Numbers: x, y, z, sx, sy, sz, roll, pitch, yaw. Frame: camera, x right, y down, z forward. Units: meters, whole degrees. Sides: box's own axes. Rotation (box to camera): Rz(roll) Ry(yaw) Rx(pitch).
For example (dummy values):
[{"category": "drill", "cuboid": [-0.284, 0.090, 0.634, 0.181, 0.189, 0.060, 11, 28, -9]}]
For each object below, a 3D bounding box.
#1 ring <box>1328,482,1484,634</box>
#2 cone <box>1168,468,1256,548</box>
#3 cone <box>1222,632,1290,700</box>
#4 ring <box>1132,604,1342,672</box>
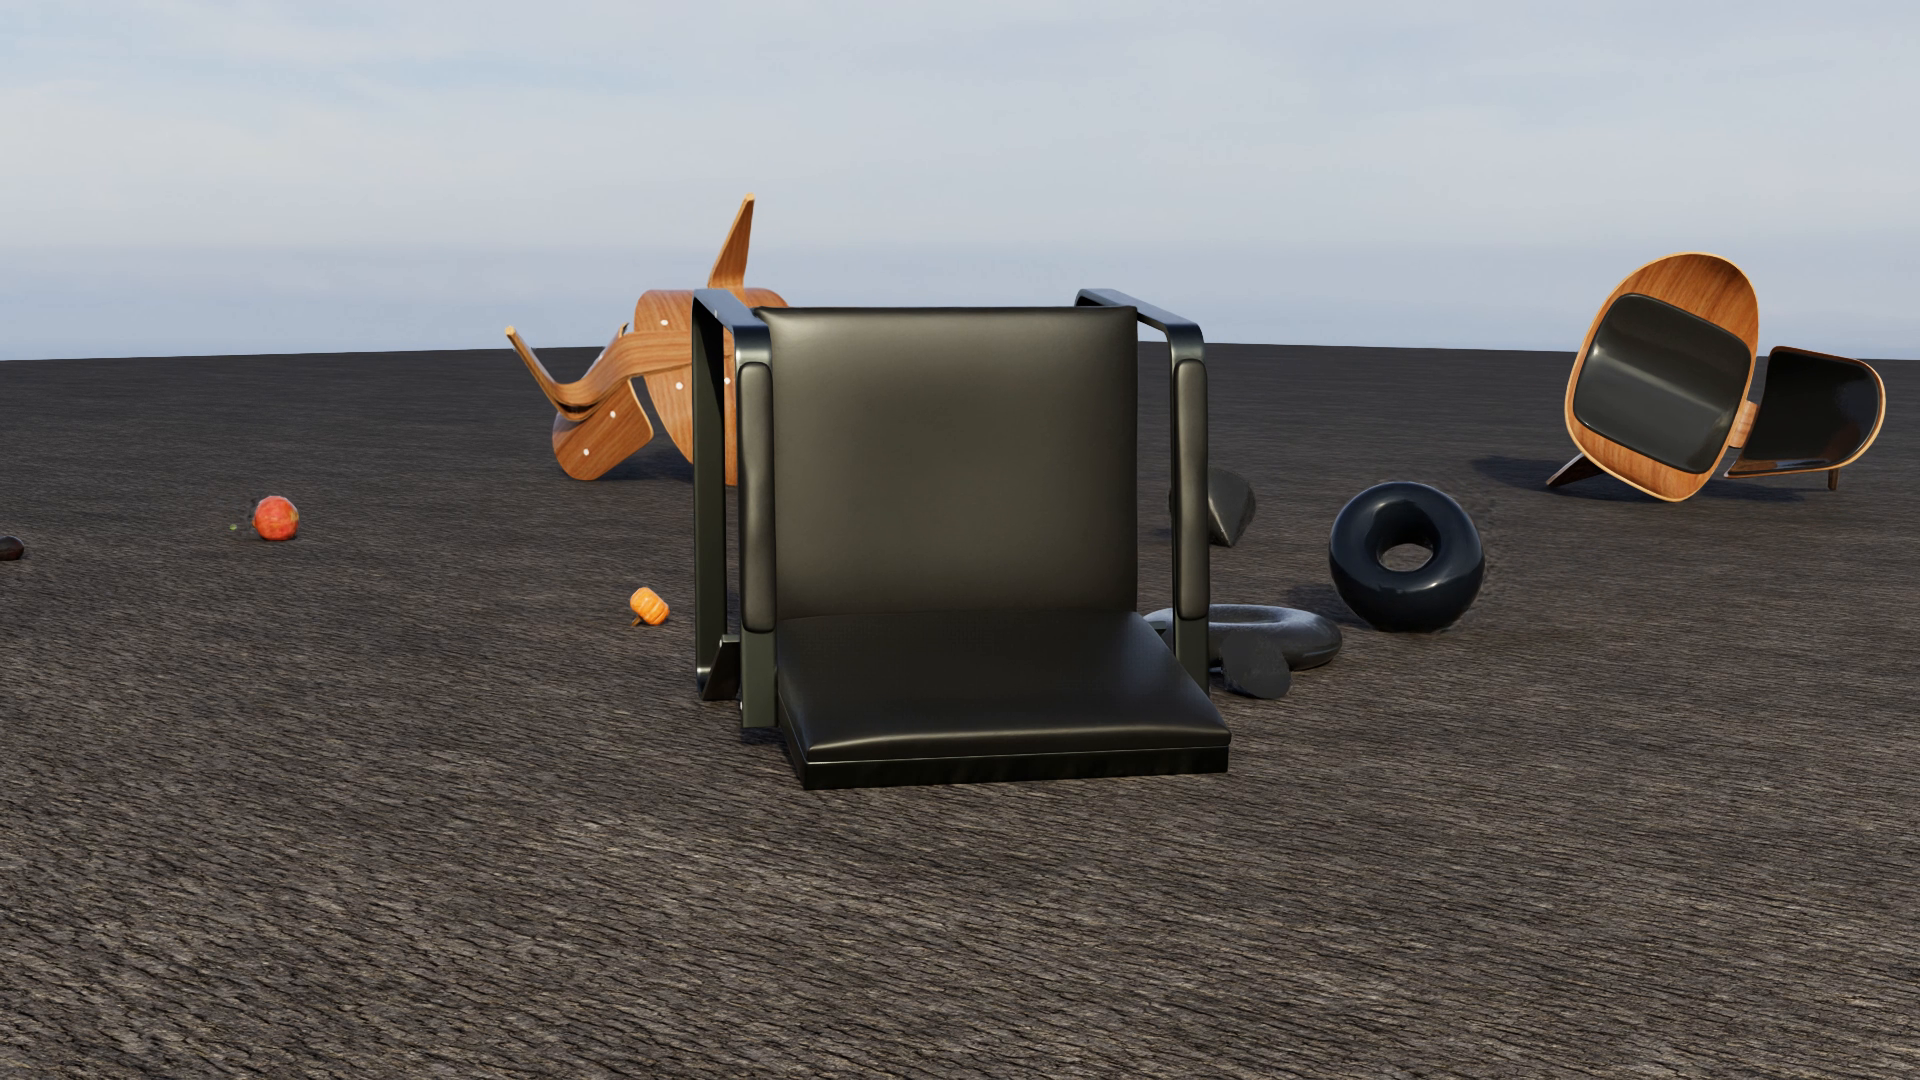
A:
[{"category": "ring", "cuboid": [0.832, 0.033, 4.790, 0.282, 0.146, 0.316, -26, 52, -1]}, {"category": "cone", "cuboid": [0.641, -0.035, 6.289, 0.262, 0.197, 0.172, 36, 24, -35]}, {"category": "cone", "cuboid": [0.445, 0.217, 4.057, 0.128, 0.109, 0.094, 36, -38, -5]}, {"category": "ring", "cuboid": [0.473, 0.167, 4.393, 0.358, 0.082, 0.402, 3, 6, 24]}]
